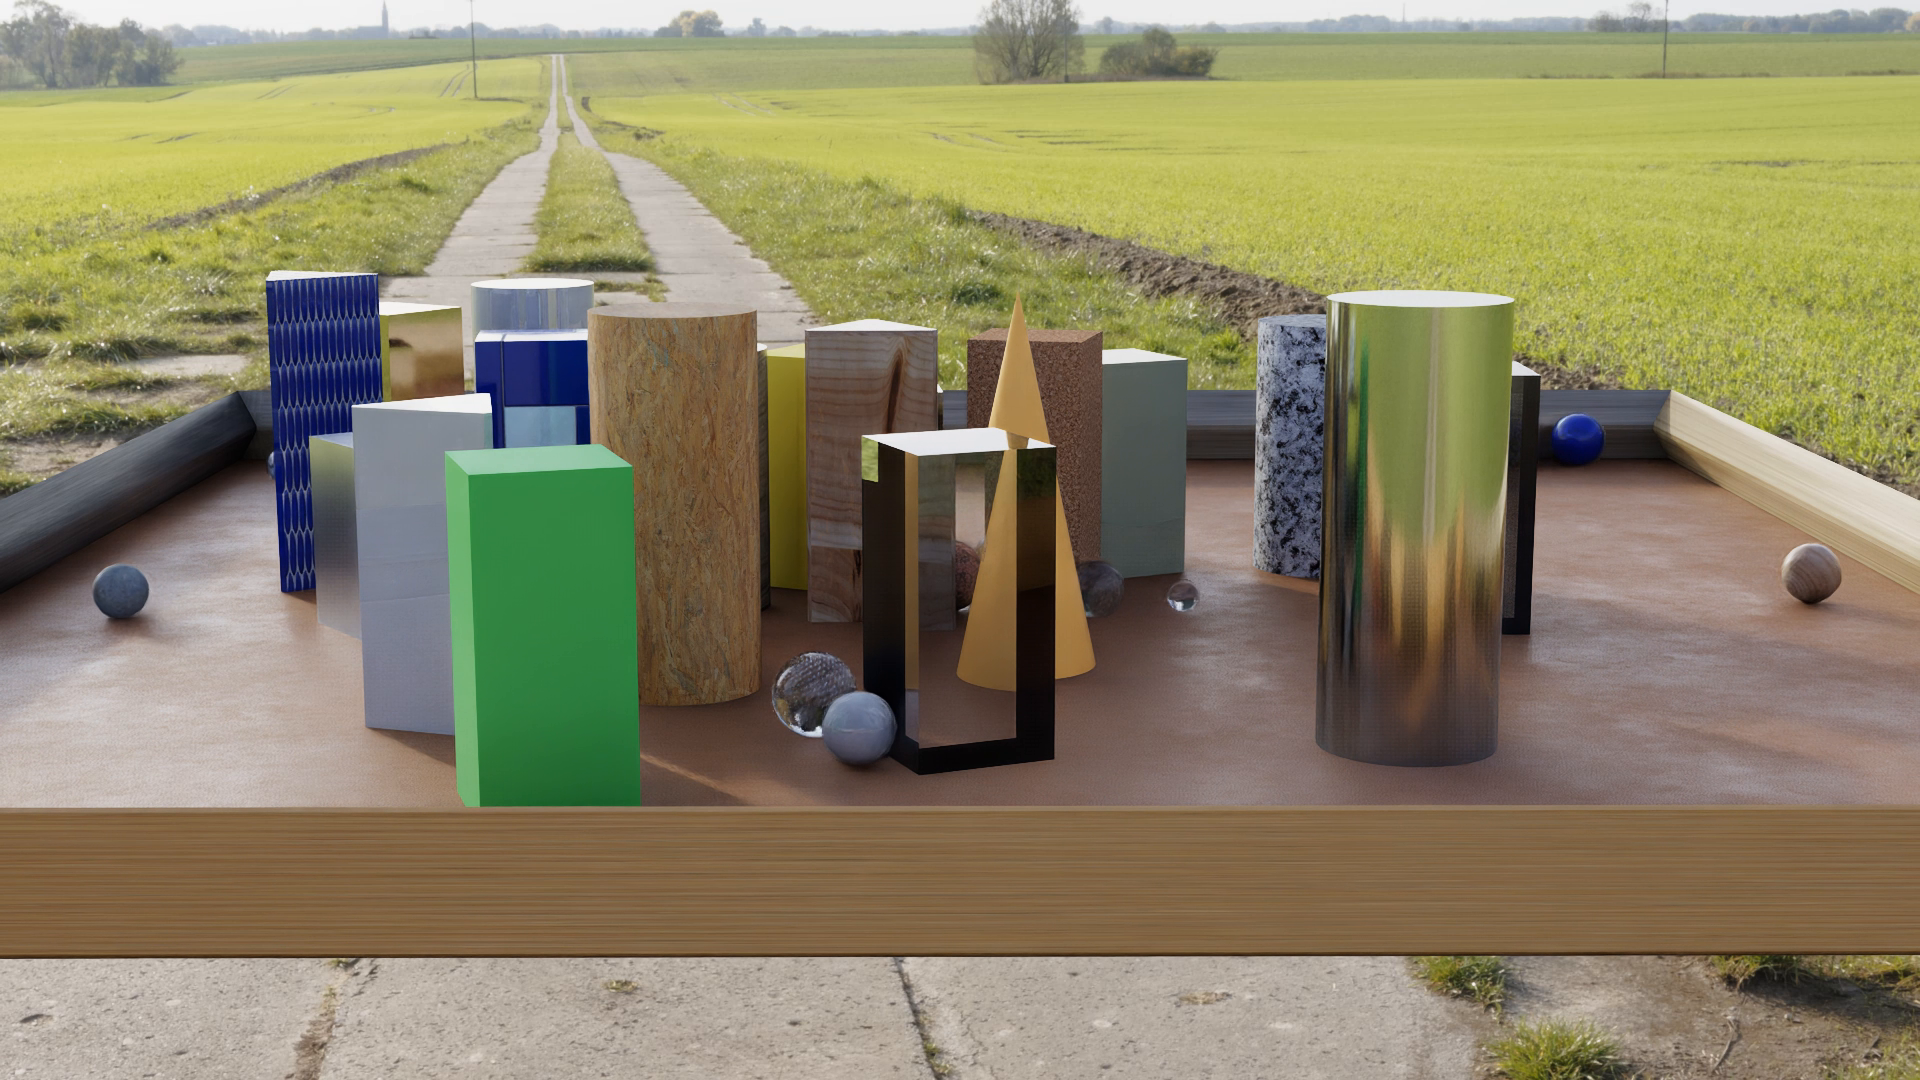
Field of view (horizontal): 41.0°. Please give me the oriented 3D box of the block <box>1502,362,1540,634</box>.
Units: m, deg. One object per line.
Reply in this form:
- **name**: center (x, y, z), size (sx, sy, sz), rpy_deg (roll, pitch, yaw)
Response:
- **block**: center (0.660, -0.058, 3.365), size (0.156, 0.337, 0.156), rpy_deg (0, 11, 1)

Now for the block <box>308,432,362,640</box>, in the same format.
- **block**: center (-0.740, -0.011, 3.353), size (0.156, 0.249, 0.156), rpy_deg (-8, 13, -37)

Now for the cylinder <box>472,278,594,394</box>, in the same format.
- **cylinder**: center (-0.685, -0.224, 4.145), size (0.195, 0.380, 0.195), rpy_deg (0, 11, 0)

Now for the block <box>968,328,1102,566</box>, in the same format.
- **block**: center (0.104, -0.101, 3.530), size (0.156, 0.362, 0.156), rpy_deg (3, 11, 13)

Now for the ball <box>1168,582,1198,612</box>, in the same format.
- **ball**: center (0.300, 0.076, 3.458), size (0.040, 0.040, 0.040), rpy_deg (0, 11, 0)

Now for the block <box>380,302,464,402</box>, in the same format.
- **block**: center (-0.869, -0.175, 3.930), size (0.156, 0.361, 0.156), rpy_deg (7, 12, 32)

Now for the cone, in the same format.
- **cone**: center (0.070, -0.075, 3.121), size (0.195, 0.460, 0.195), rpy_deg (0, 11, 0)

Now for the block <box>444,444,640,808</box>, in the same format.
- **block**: center (-0.411, 0.092, 2.524), size (0.156, 0.349, 0.156), rpy_deg (-4, 11, -19)

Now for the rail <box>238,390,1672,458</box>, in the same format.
- **rail**: center (-0.008, -0.212, 4.766), size (2.674, 0.127, 0.045), rpy_deg (0, 11, 0)

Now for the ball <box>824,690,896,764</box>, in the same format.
- **ball**: center (-0.105, 0.198, 2.699), size (0.078, 0.078, 0.078), rpy_deg (0, 11, 0)

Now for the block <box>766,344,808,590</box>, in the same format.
- **block**: center (-0.193, -0.104, 3.644), size (0.156, 0.327, 0.156), rpy_deg (5, 12, 26)

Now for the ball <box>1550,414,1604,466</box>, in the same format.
- **ball**: center (1.132, -0.184, 4.708), size (0.096, 0.096, 0.096), rpy_deg (0, 11, 0)

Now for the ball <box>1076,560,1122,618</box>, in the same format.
- **ball**: center (0.179, 0.065, 3.419), size (0.076, 0.076, 0.076), rpy_deg (0, 11, 0)

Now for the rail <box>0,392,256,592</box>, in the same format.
- **rail**: center (-1.313, 0.034, 3.442), size (0.045, 0.127, 2.727), rpy_deg (0, 11, 0)

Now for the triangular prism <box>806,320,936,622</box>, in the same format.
- **triangular prism**: center (-0.118, -0.096, 3.435), size (0.169, 0.386, 0.146), rpy_deg (0, 11, -2)

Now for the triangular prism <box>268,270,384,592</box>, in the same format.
- **triangular prism**: center (-0.931, -0.161, 3.653), size (0.169, 0.435, 0.146), rpy_deg (-9, 14, -41)

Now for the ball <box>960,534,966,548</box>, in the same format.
- **ball**: center (0.021, 0.005, 3.839), size (0.041, 0.041, 0.041), rpy_deg (0, 11, 0)

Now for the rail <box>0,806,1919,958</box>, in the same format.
- **rail**: center (0.008, 0.277, 2.132), size (2.674, 0.127, 0.045), rpy_deg (0, 11, 0)

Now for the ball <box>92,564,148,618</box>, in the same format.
- **ball**: center (-1.118, 0.068, 3.416), size (0.072, 0.072, 0.072), rpy_deg (0, 11, 0)

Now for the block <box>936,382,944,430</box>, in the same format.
- **block**: center (-0.110, -0.117, 3.948), size (0.156, 0.241, 0.156), rpy_deg (-1, 11, -5)

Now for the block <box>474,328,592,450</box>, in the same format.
- **block**: center (-0.612, -0.125, 3.708), size (0.156, 0.344, 0.156), rpy_deg (-1, 11, -7)

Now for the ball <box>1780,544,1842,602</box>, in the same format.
- **ball**: center (1.166, 0.045, 3.513), size (0.081, 0.081, 0.081), rpy_deg (0, 11, 0)

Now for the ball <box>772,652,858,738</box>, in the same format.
- **ball**: center (-0.159, 0.169, 2.808), size (0.094, 0.094, 0.094), rpy_deg (0, 11, 0)

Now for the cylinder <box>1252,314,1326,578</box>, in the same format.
- **cylinder**: center (0.529, -0.140, 3.745), size (0.195, 0.360, 0.195), rpy_deg (0, 11, 0)

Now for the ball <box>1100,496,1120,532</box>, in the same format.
- **ball**: center (0.222, -0.042, 4.046), size (0.057, 0.057, 0.057), rpy_deg (0, 11, 0)

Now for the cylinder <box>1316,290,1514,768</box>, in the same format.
- **cylinder**: center (0.484, -0.017, 2.743), size (0.195, 0.483, 0.195), rpy_deg (0, 11, 0)

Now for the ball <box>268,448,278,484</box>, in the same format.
- **ball**: center (-1.159, -0.130, 4.453), size (0.082, 0.082, 0.082), rpy_deg (0, 11, 0)

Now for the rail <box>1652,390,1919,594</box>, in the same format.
- **rail**: center (1.313, 0.031, 3.456), size (0.045, 0.127, 2.727), rpy_deg (0, 11, 0)

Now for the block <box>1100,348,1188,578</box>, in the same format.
- **block**: center (0.222, -0.113, 3.734), size (0.156, 0.310, 0.156), rpy_deg (-5, 12, -25)

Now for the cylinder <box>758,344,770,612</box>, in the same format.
- **cylinder**: center (-0.355, -0.084, 3.464), size (0.195, 0.353, 0.195), rpy_deg (0, 11, 0)

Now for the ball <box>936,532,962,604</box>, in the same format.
- **ball**: center (-0.040, 0.038, 3.505), size (0.097, 0.097, 0.097), rpy_deg (0, 11, 0)

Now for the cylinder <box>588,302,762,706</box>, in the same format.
- **cylinder**: center (-0.333, -0.047, 3.005), size (0.195, 0.446, 0.195), rpy_deg (0, 11, 0)

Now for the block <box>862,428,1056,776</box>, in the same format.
- **block**: center (-0.002, 0.061, 2.731), size (0.156, 0.335, 0.156), rpy_deg (-5, 11, -23)

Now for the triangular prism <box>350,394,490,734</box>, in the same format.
- **triangular prism**: center (-0.560, 0.023, 2.869), size (0.169, 0.359, 0.146), rpy_deg (4, 11, 19)
